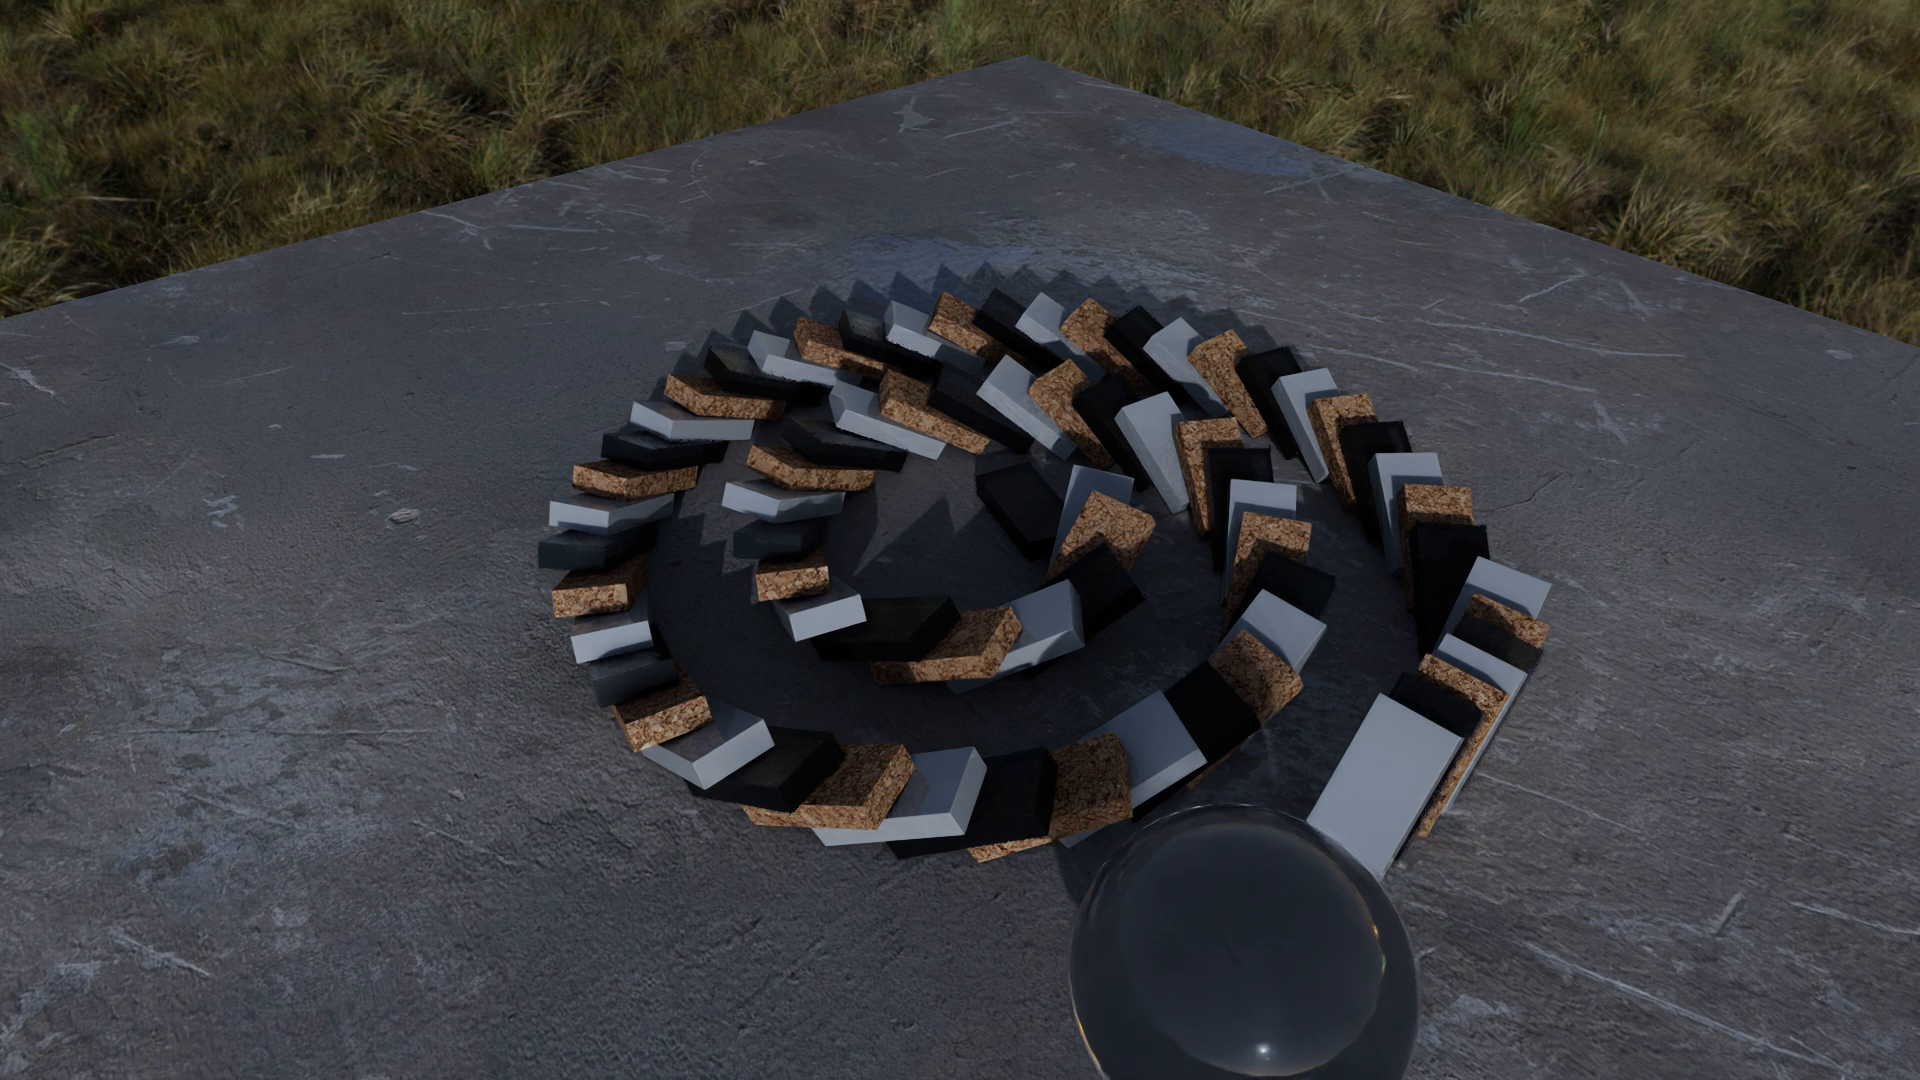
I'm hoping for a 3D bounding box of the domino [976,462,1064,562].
[{"bbox_3d":[0.029,-0.013,0.459,0.025,0.010,0.050,-16,42,-19],"label":"domino"}]

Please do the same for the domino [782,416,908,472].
[{"bbox_3d":[-0.049,-0.041,0.475,0.050,0.010,0.025,3,28,-47],"label":"domino"}]

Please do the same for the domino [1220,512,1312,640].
[{"bbox_3d":[0.113,0.016,0.406,0.025,0.010,0.050,11,68,13],"label":"domino"}]

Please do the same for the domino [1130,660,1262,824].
[{"bbox_3d":[0.067,0.064,0.348,0.050,0.009,0.025,-37,46,0],"label":"domino"}]

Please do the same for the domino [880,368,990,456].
[{"bbox_3d":[-0.012,-0.058,0.496,0.050,0.010,0.025,21,34,-21],"label":"domino"}]

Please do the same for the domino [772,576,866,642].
[{"bbox_3d":[-0.052,0.024,0.394,0.025,0.010,0.050,-16,10,-15],"label":"domino"}]

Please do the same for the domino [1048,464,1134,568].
[{"bbox_3d":[0.052,-0.005,0.435,0.025,0.010,0.050,13,59,5],"label":"domino"}]

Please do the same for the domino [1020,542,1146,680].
[{"bbox_3d":[0.038,0.025,0.393,0.050,0.010,0.025,-36,43,6],"label":"domino"}]

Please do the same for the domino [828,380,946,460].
[{"bbox_3d":[-0.032,-0.053,0.490,0.050,0.010,0.025,17,32,-27],"label":"domino"}]

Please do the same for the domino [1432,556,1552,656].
[{"bbox_3d":[0.183,0.033,0.383,0.025,0.009,0.050,25,76,25],"label":"domino"}]

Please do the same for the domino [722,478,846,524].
[{"bbox_3d":[-0.070,-0.017,0.445,0.025,0.010,0.050,18,13,22],"label":"domino"}]

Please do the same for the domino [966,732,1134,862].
[{"bbox_3d":[0.026,0.077,0.331,0.050,0.009,0.025,-22,36,18],"label":"domino"}]

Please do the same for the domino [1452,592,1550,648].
[{"bbox_3d":[0.173,0.045,0.369,0.025,0.009,0.050,29,78,30],"label":"domino"}]

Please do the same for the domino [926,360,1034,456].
[{"bbox_3d":[0.011,-0.060,0.499,0.050,0.009,0.025,27,39,-12],"label":"domino"}]

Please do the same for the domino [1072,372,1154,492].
[{"bbox_3d":[0.075,-0.048,0.484,0.025,0.010,0.050,-29,76,-30],"label":"domino"}]

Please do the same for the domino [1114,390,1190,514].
[{"bbox_3d":[0.090,-0.038,0.472,0.025,0.010,0.050,-21,72,-24],"label":"domino"}]

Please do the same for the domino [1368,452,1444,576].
[{"bbox_3d":[0.181,-0.011,0.439,0.025,0.009,0.050,-1,66,-1],"label":"domino"}]

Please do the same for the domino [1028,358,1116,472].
[{"bbox_3d":[0.057,-0.056,0.494,0.050,0.010,0.025,48,53,8],"label":"domino"}]

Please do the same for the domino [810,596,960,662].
[{"bbox_3d":[-0.027,0.031,0.387,0.050,0.009,0.025,-5,29,42],"label":"domino"}]

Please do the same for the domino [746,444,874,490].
[{"bbox_3d":[-0.062,-0.030,0.462,0.025,0.009,0.050,30,19,31],"label":"domino"}]

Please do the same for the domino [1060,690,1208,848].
[{"bbox_3d":[0.048,0.070,0.340,0.050,0.010,0.025,-33,43,5],"label":"domino"}]

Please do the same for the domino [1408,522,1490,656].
[{"bbox_3d":[0.181,0.019,0.404,0.025,0.010,0.050,4,65,5],"label":"domino"}]

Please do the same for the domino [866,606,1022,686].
[{"bbox_3d":[-0.006,0.037,0.380,0.050,0.010,0.025,-10,31,37],"label":"domino"}]

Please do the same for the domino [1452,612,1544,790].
[{"bbox_3d":[0.162,0.052,0.354,0.025,0.050,0.009,31,6,32],"label":"domino"}]

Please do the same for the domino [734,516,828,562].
[{"bbox_3d":[-0.069,-0.001,0.426,0.025,0.010,0.050,3,9,4],"label":"domino"}]

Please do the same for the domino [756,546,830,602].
[{"bbox_3d":[-0.062,0.012,0.409,0.025,0.010,0.050,-7,9,-7],"label":"domino"}]

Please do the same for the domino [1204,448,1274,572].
[{"bbox_3d":[0.113,-0.012,0.441,0.025,0.009,0.050,0,67,0],"label":"domino"}]

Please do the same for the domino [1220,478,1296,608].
[{"bbox_3d":[0.115,0.002,0.423,0.025,0.010,0.050,6,67,7],"label":"domino"}]

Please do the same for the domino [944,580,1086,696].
[{"bbox_3d":[0.018,0.034,0.383,0.050,0.009,0.025,-23,35,19],"label":"domino"}]

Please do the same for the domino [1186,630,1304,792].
[{"bbox_3d":[0.084,0.055,0.359,0.050,0.009,0.025,-41,49,-4],"label":"domino"}]

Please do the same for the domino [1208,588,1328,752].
[{"bbox_3d":[0.099,0.044,0.372,0.025,0.010,0.050,33,78,34],"label":"domino"}]

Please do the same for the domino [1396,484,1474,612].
[{"bbox_3d":[0.184,0.004,0.422,0.025,0.010,0.050,4,66,4],"label":"domino"}]

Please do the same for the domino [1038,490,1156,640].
[{"bbox_3d":[0.049,0.009,0.410,0.025,0.010,0.050,26,83,27],"label":"domino"}]

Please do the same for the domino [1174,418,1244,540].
[{"bbox_3d":[0.107,-0.026,0.457,0.025,0.010,0.050,-6,68,-7],"label":"domino"}]

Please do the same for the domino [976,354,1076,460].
[{"bbox_3d":[0.034,-0.060,0.499,0.050,0.010,0.025,37,44,-3],"label":"domino"}]

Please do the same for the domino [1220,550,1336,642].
[{"bbox_3d":[0.110,0.031,0.388,0.025,0.010,0.050,24,74,26],"label":"domino"}]
